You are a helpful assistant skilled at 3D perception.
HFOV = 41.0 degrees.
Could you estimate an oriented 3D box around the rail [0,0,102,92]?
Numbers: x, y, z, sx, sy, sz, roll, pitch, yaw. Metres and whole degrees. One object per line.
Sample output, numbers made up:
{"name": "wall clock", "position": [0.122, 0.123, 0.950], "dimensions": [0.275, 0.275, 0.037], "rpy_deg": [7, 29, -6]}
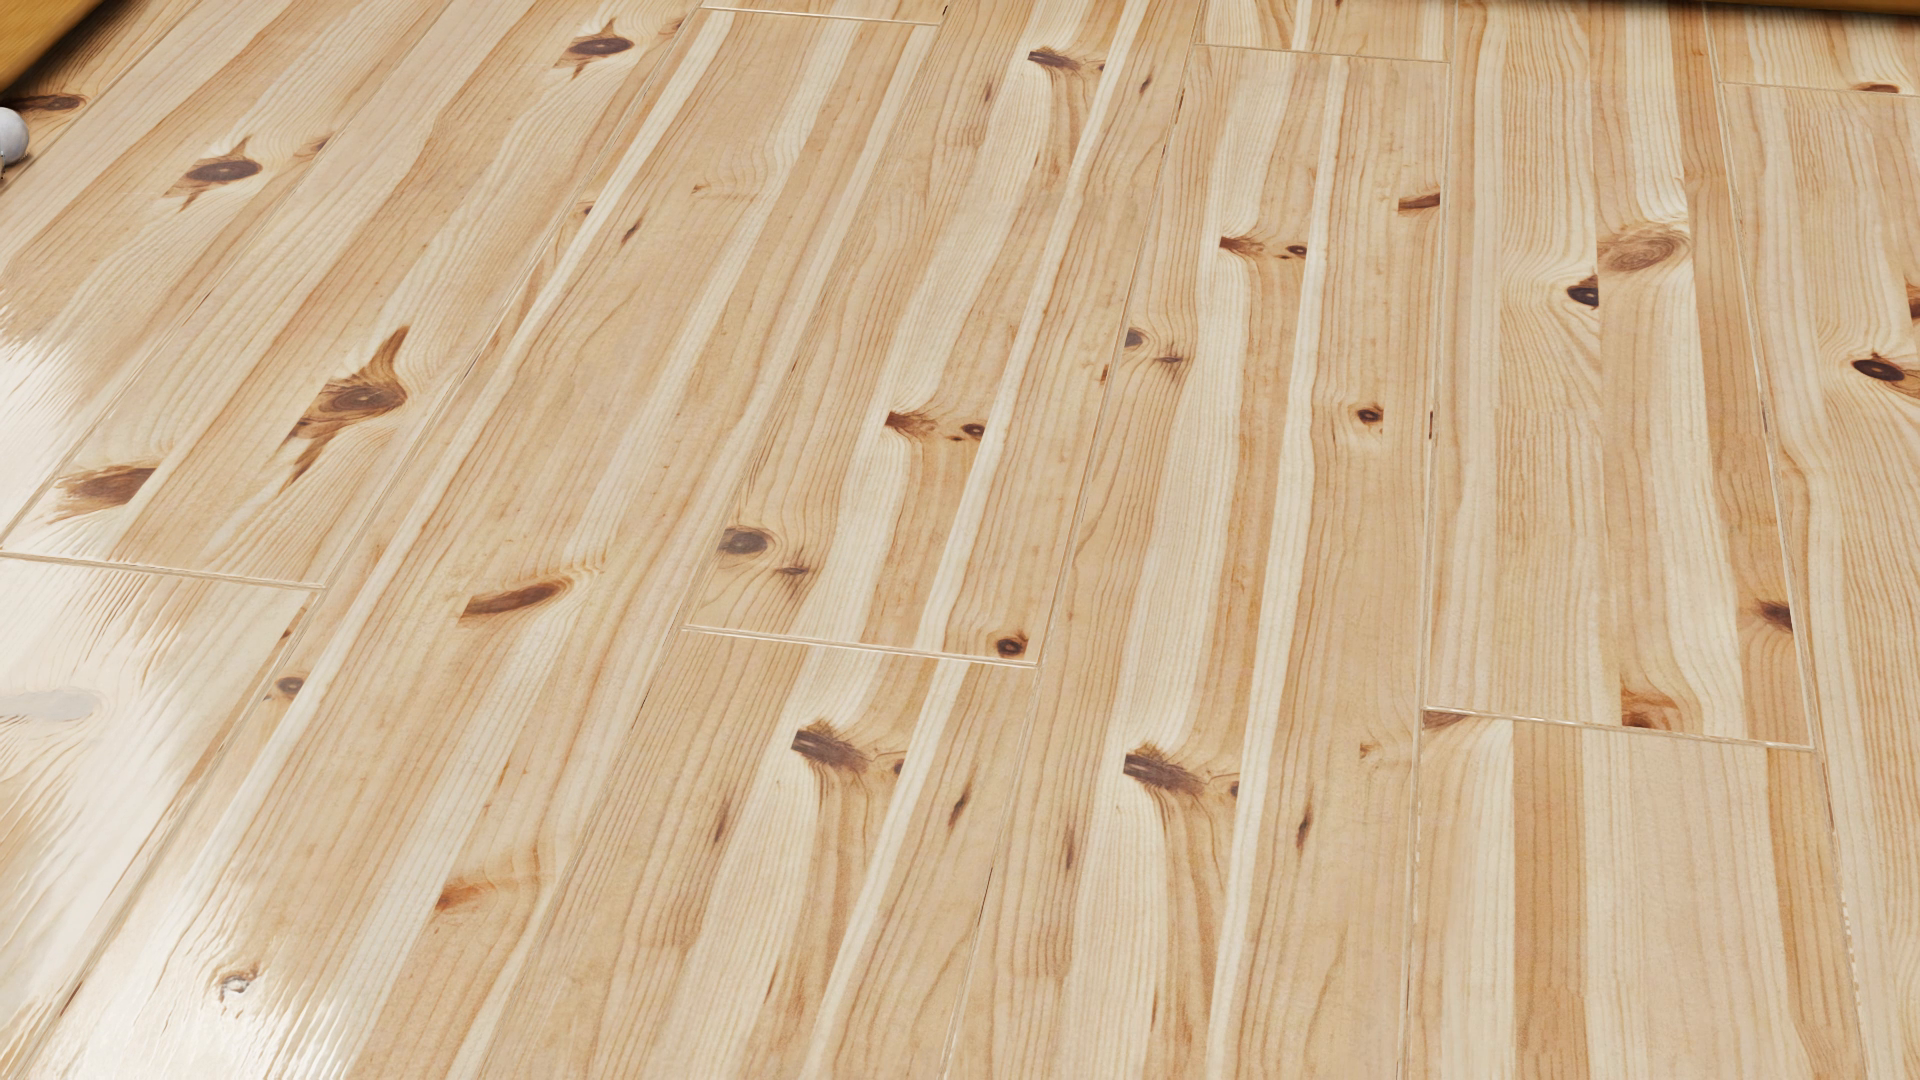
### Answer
{"name": "rail", "position": [-0.985, -0.120, 1.906], "dimensions": [0.045, 0.099, 2.194], "rpy_deg": [6, 36, 8]}

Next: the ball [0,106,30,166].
{"name": "ball", "position": [-0.857, -0.360, 2.287], "dimensions": [0.053, 0.053, 0.053], "rpy_deg": [0, 35, 0]}

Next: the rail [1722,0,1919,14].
{"name": "rail", "position": [1.195, -0.528, 2.481], "dimensions": [4.096, 0.099, 0.045], "rpy_deg": [6, 36, 8]}

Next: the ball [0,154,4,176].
{"name": "ball", "position": [-0.863, -0.329, 2.246], "dimensions": [0.049, 0.049, 0.049], "rpy_deg": [0, 35, 0]}
